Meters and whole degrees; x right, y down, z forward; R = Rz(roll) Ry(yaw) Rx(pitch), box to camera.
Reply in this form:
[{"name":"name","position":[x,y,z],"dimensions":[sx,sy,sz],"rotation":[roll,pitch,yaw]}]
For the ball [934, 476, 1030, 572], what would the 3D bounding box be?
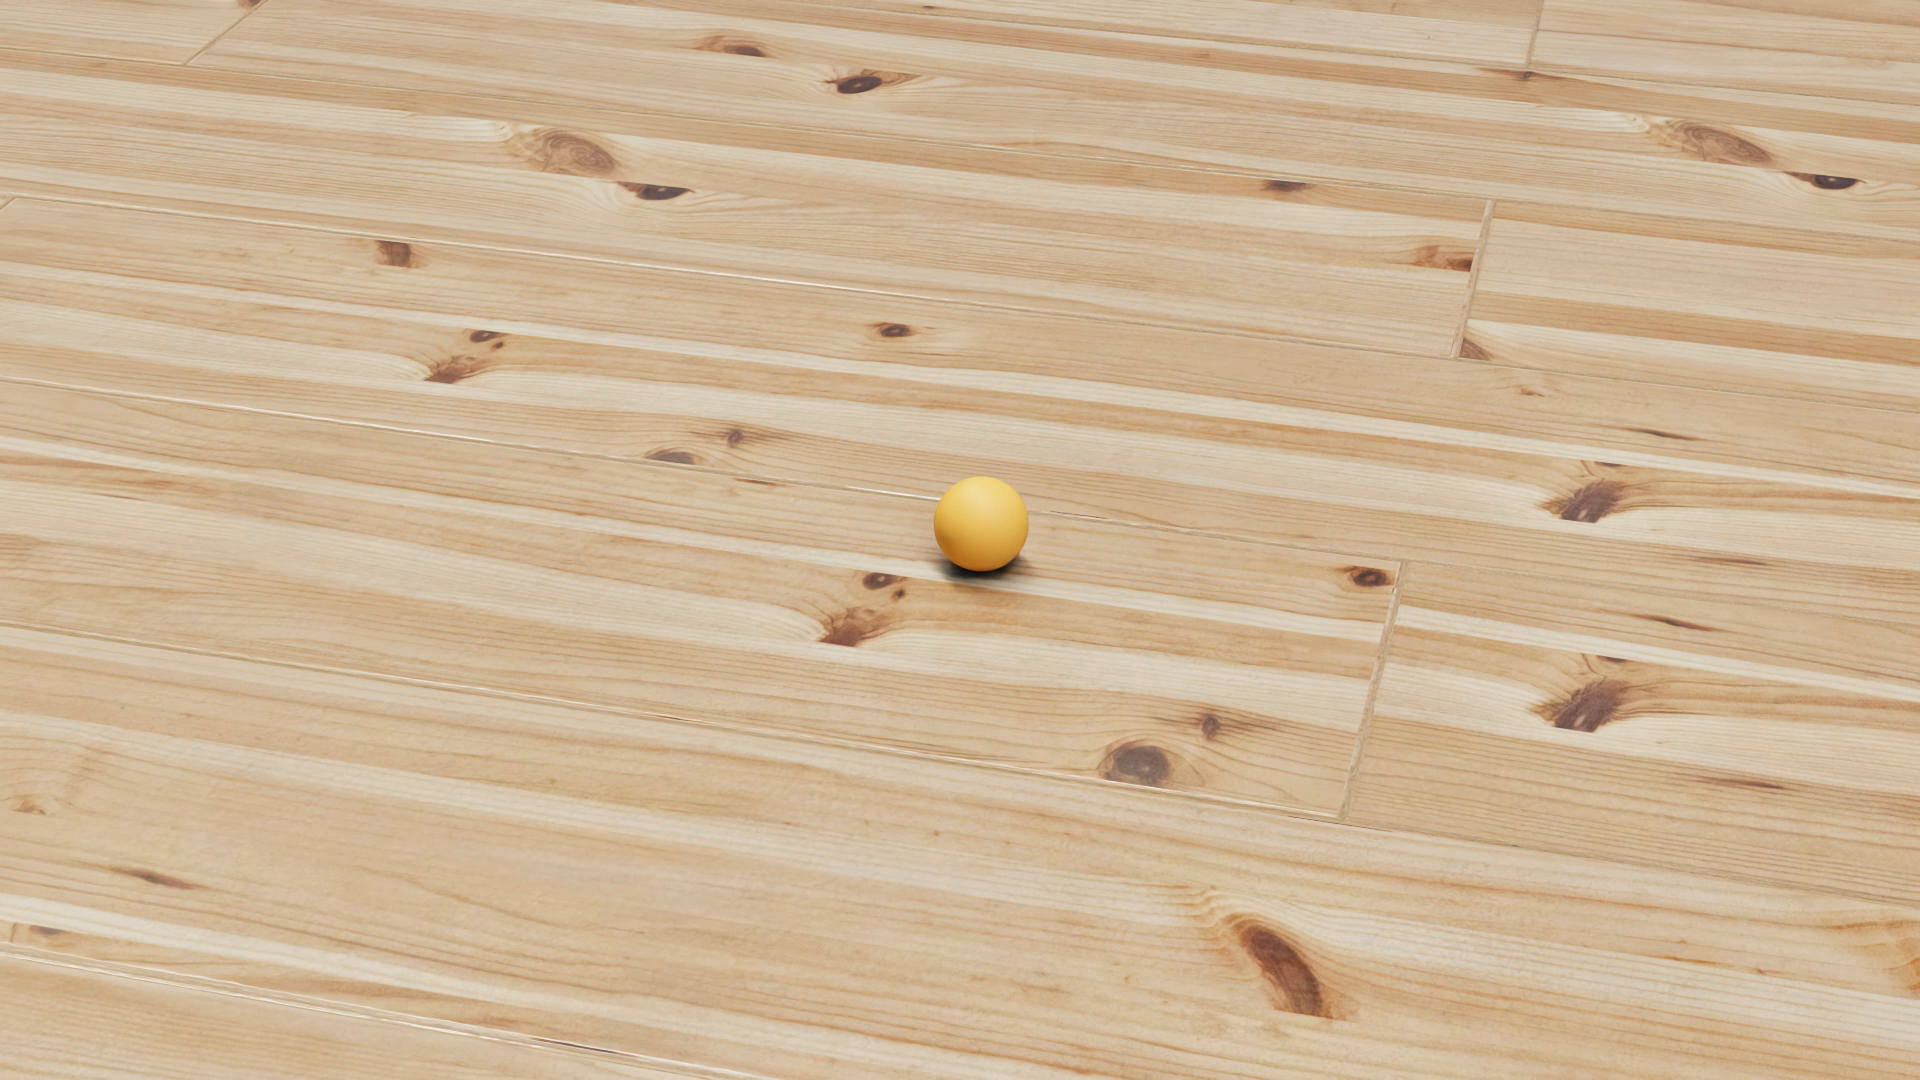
[{"name":"ball","position":[0.012,-0.009,1.614],"dimensions":[0.052,0.052,0.052],"rotation":[0,31,0]}]
